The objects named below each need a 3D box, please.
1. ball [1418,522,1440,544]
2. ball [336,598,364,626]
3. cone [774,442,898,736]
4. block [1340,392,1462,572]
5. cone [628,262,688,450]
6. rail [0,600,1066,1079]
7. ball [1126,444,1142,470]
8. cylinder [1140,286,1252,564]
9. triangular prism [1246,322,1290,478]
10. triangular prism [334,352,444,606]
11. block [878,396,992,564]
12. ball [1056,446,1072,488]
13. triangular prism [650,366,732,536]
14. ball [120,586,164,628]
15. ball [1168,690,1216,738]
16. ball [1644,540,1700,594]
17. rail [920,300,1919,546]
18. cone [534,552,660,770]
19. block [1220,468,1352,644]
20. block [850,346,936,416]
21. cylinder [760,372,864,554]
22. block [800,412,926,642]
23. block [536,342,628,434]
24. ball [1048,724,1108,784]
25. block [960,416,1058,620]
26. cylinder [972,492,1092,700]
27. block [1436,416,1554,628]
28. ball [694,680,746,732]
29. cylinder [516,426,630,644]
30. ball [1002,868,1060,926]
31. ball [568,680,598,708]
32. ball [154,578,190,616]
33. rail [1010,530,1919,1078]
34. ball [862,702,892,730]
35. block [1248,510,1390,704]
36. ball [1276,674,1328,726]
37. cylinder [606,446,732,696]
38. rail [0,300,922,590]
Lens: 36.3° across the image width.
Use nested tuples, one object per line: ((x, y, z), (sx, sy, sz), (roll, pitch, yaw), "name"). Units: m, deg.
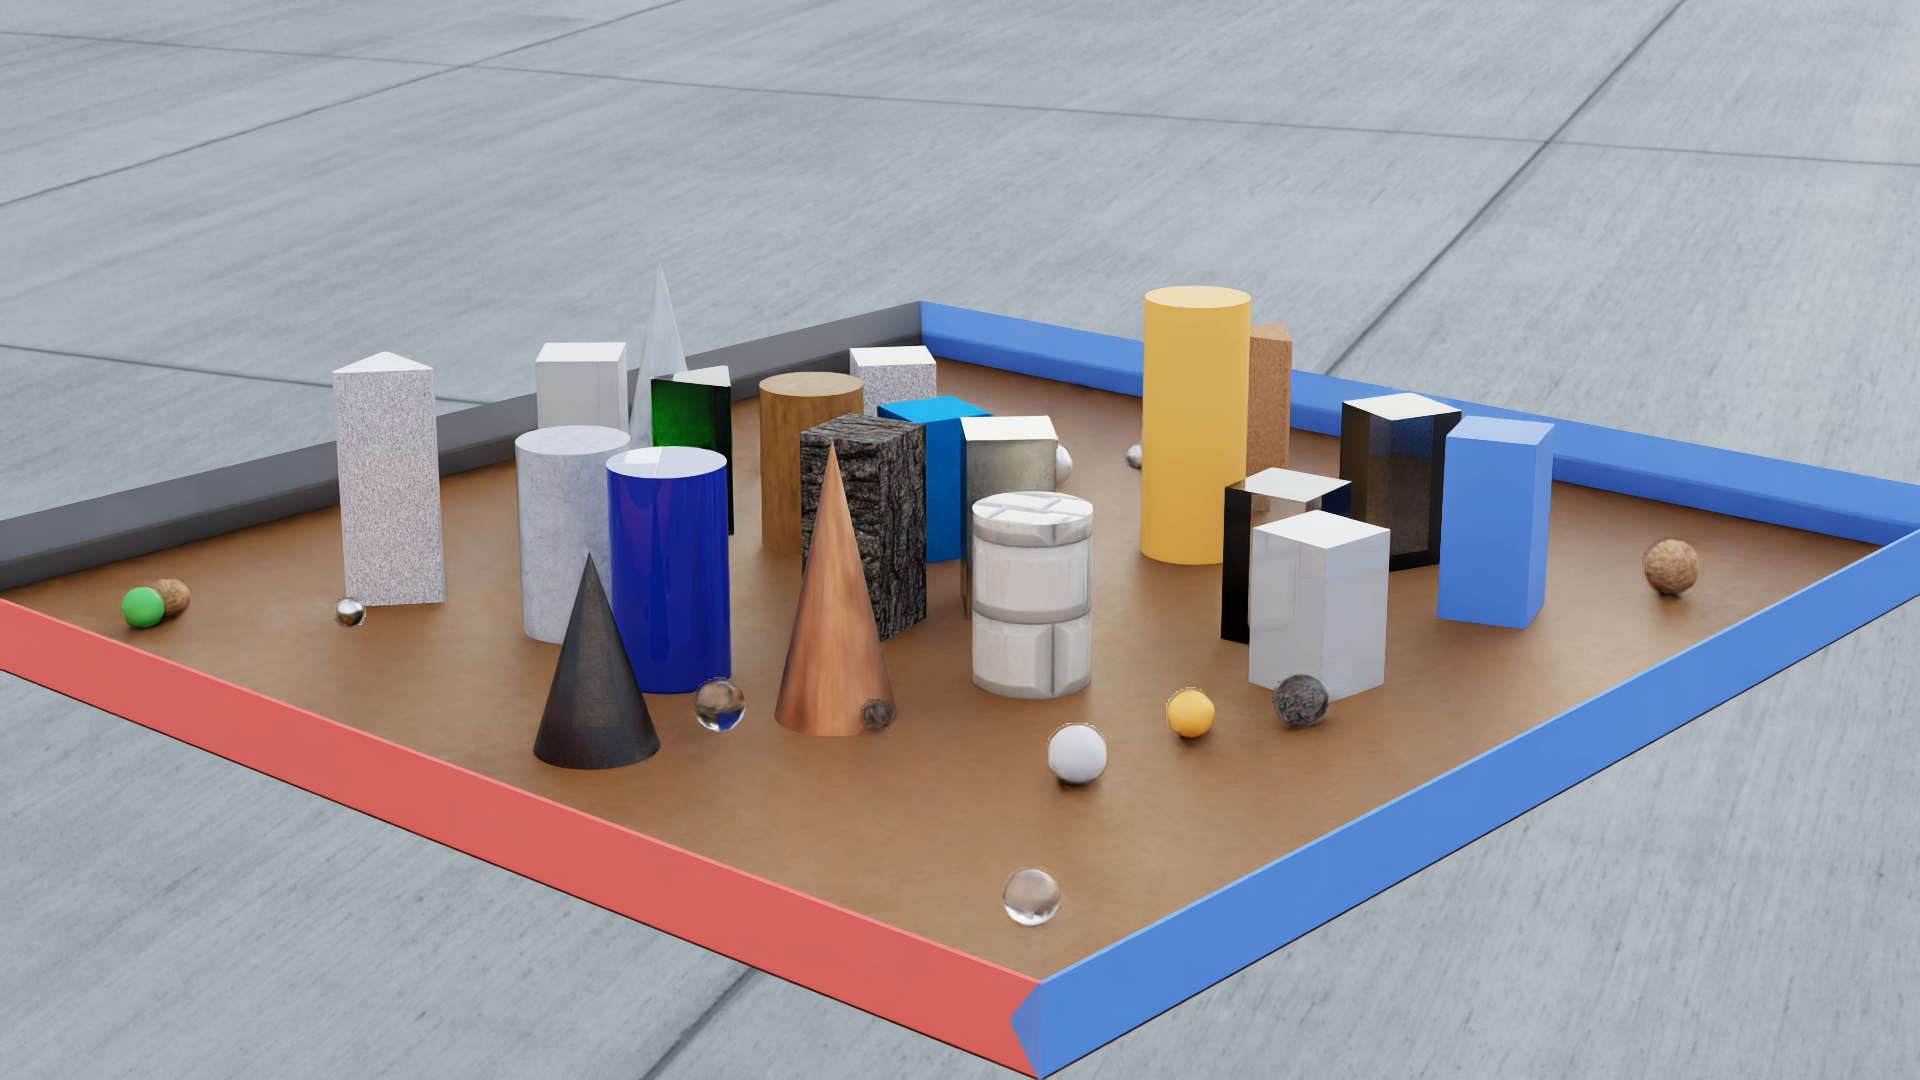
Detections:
((0.865, -0.014, 5.404), (0.042, 0.042, 0.042), (0, 17, 0), "ball")
((-1.031, 0.123, 4.953), (0.047, 0.047, 0.047), (0, 17, 0), "ball")
((-0.193, 0.059, 4.481), (0.190, 0.441, 0.190), (0, 17, 0), "cone")
((0.793, -0.105, 5.302), (0.152, 0.282, 0.152), (-8, 19, -26), "block")
((-0.583, -0.332, 5.759), (0.190, 0.452, 0.190), (0, 17, 0), "cone")
((-0.856, 0.316, 4.176), (2.556, 0.124, 0.045), (14, 22, 39), "rail")
((0.361, -0.167, 5.906), (0.051, 0.051, 0.051), (0, 17, 0), "ball")
((0.426, -0.209, 5.315), (0.190, 0.473, 0.190), (0, 17, 0), "cylinder")
((0.595, -0.254, 5.723), (0.165, 0.322, 0.143), (10, 19, 29), "triangular prism")
((-0.987, -0.108, 5.082), (0.165, 0.414, 0.143), (-3, 17, -9), "triangular prism")
((-0.047, -0.110, 5.350), (0.152, 0.264, 0.152), (-9, 19, -28), "block")
((0.176, -0.145, 5.765), (0.090, 0.090, 0.090), (0, 17, 0), "ball")
((-0.472, -0.174, 5.522), (0.165, 0.286, 0.143), (7, 18, 22), "triangular prism")
((-1.377, 0.114, 4.940), (0.070, 0.070, 0.070), (0, 17, 0), "ball")
((0.351, 0.264, 4.443), (0.072, 0.072, 0.072), (0, 17, 0), "ball")
((1.243, 0.047, 5.120), (0.095, 0.095, 0.095), (0, 17, 0), "ball")
((0.856, -0.254, 6.065), (2.556, 0.124, 0.045), (14, 22, 39), "rail")
((-0.546, 0.163, 4.366), (0.190, 0.309, 0.190), (0, 17, 0), "cone")
((0.542, 0.034, 4.873), (0.152, 0.263, 0.152), (12, 21, 34), "block")
((-0.133, -0.244, 5.815), (0.152, 0.250, 0.152), (-3, 17, -8), "block")
((-0.272, -0.143, 5.398), (0.190, 0.298, 0.190), (0, 17, 0), "cylinder")
((-0.161, -0.022, 4.925), (0.152, 0.341, 0.152), (9, 19, 29), "block")
((-0.712, -0.201, 5.554), (0.152, 0.319, 0.152), (0, 17, 0), "block")
((0.171, 0.312, 4.258), (0.087, 0.087, 0.087), (0, 17, 0), "ball")
((0.082, -0.039, 5.021), (0.152, 0.317, 0.152), (-1, 17, -4), "block")
((0.115, 0.086, 4.661), (0.190, 0.286, 0.190), (0, 17, 0), "cylinder")
((0.912, -0.032, 4.992), (0.152, 0.321, 0.152), (7, 18, 21), "block")
((-0.366, 0.252, 4.470), (0.078, 0.078, 0.078), (0, 17, 0), "ball")
((-0.642, -0.010, 4.911), (0.190, 0.326, 0.190), (0, 17, 0), "cylinder")
((0.092, 0.461, 3.786), (0.074, 0.074, 0.074), (0, 17, 0), "ball")
((-0.588, 0.240, 4.570), (0.044, 0.044, 0.044), (0, 17, 0), "ball")
((-1.347, 0.098, 5.004), (0.065, 0.065, 0.065), (0, 17, 0), "ball")
((0.947, 0.269, 4.334), (0.045, 0.124, 2.660), (14, 22, 39), "rail")
((-0.126, 0.267, 4.448), (0.045, 0.045, 0.045), (0, 17, 0), "ball")
((0.569, 0.105, 4.647), (0.152, 0.257, 0.152), (-15, 22, -40), "block")
((0.523, 0.245, 4.488), (0.081, 0.081, 0.081), (0, 17, 0), "ball")
((-0.463, 0.047, 4.669), (0.190, 0.355, 0.190), (0, 17, 0), "cylinder")
((-0.947, -0.207, 5.908), (0.045, 0.124, 2.660), (14, 22, 39), "rail")
